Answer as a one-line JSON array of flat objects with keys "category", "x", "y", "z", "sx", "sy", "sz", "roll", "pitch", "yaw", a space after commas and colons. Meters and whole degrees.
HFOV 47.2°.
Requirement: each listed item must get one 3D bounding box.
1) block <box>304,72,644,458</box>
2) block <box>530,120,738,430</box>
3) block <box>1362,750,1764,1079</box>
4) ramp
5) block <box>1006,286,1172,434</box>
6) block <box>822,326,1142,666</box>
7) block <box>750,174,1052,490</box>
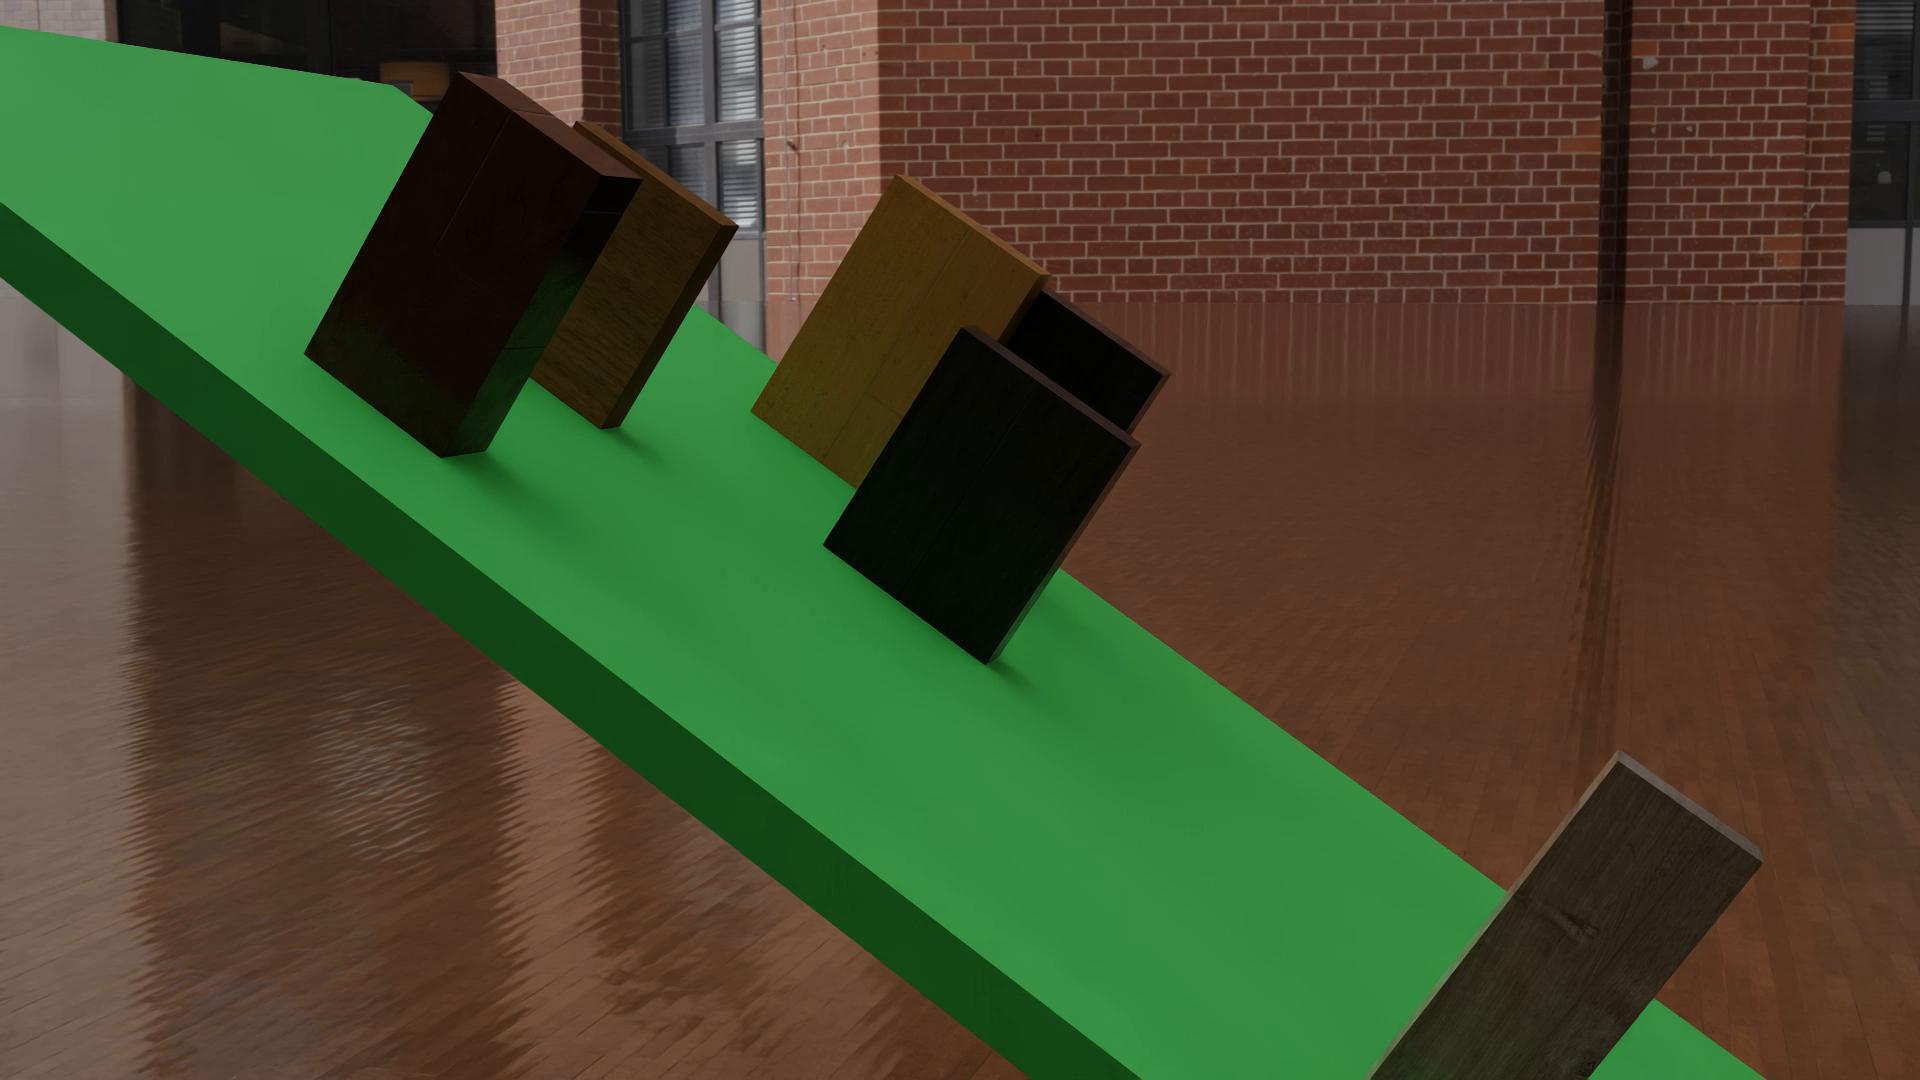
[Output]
[{"category": "block", "x": -0.779, "y": -0.436, "z": 3.513, "sx": 0.293, "sy": 0.528, "sz": 0.145, "roll": 36, "pitch": 15, "yaw": 10}, {"category": "block", "x": -0.667, "y": -0.486, "z": 4.054, "sx": 0.341, "sy": 0.446, "sz": 0.082, "roll": 36, "pitch": 15, "yaw": 10}, {"category": "block", "x": 0.875, "y": 0.649, "z": 3.255, "sx": 0.242, "sy": 0.664, "sz": 0.084, "roll": 36, "pitch": 15, "yaw": 10}, {"category": "ramp", "x": -0.117, "y": 0.200, "z": 4.095, "sx": 4.000, "sy": 0.100, "sz": 2.000, "roll": 36, "pitch": 15, "yaw": 10}, {"category": "block", "x": 0.117, "y": -0.245, "z": 4.693, "sx": 0.427, "sy": 0.554, "sz": 0.092, "roll": 36, "pitch": 15, "yaw": 10}, {"category": "block", "x": 0.038, "y": -0.084, "z": 4.139, "sx": 0.389, "sy": 0.500, "sz": 0.089, "roll": 36, "pitch": 15, "yaw": 10}, {"category": "block", "x": -0.129, "y": -0.413, "z": 4.633, "sx": 0.371, "sy": 0.596, "sz": 0.098, "roll": 36, "pitch": 15, "yaw": 10}]
